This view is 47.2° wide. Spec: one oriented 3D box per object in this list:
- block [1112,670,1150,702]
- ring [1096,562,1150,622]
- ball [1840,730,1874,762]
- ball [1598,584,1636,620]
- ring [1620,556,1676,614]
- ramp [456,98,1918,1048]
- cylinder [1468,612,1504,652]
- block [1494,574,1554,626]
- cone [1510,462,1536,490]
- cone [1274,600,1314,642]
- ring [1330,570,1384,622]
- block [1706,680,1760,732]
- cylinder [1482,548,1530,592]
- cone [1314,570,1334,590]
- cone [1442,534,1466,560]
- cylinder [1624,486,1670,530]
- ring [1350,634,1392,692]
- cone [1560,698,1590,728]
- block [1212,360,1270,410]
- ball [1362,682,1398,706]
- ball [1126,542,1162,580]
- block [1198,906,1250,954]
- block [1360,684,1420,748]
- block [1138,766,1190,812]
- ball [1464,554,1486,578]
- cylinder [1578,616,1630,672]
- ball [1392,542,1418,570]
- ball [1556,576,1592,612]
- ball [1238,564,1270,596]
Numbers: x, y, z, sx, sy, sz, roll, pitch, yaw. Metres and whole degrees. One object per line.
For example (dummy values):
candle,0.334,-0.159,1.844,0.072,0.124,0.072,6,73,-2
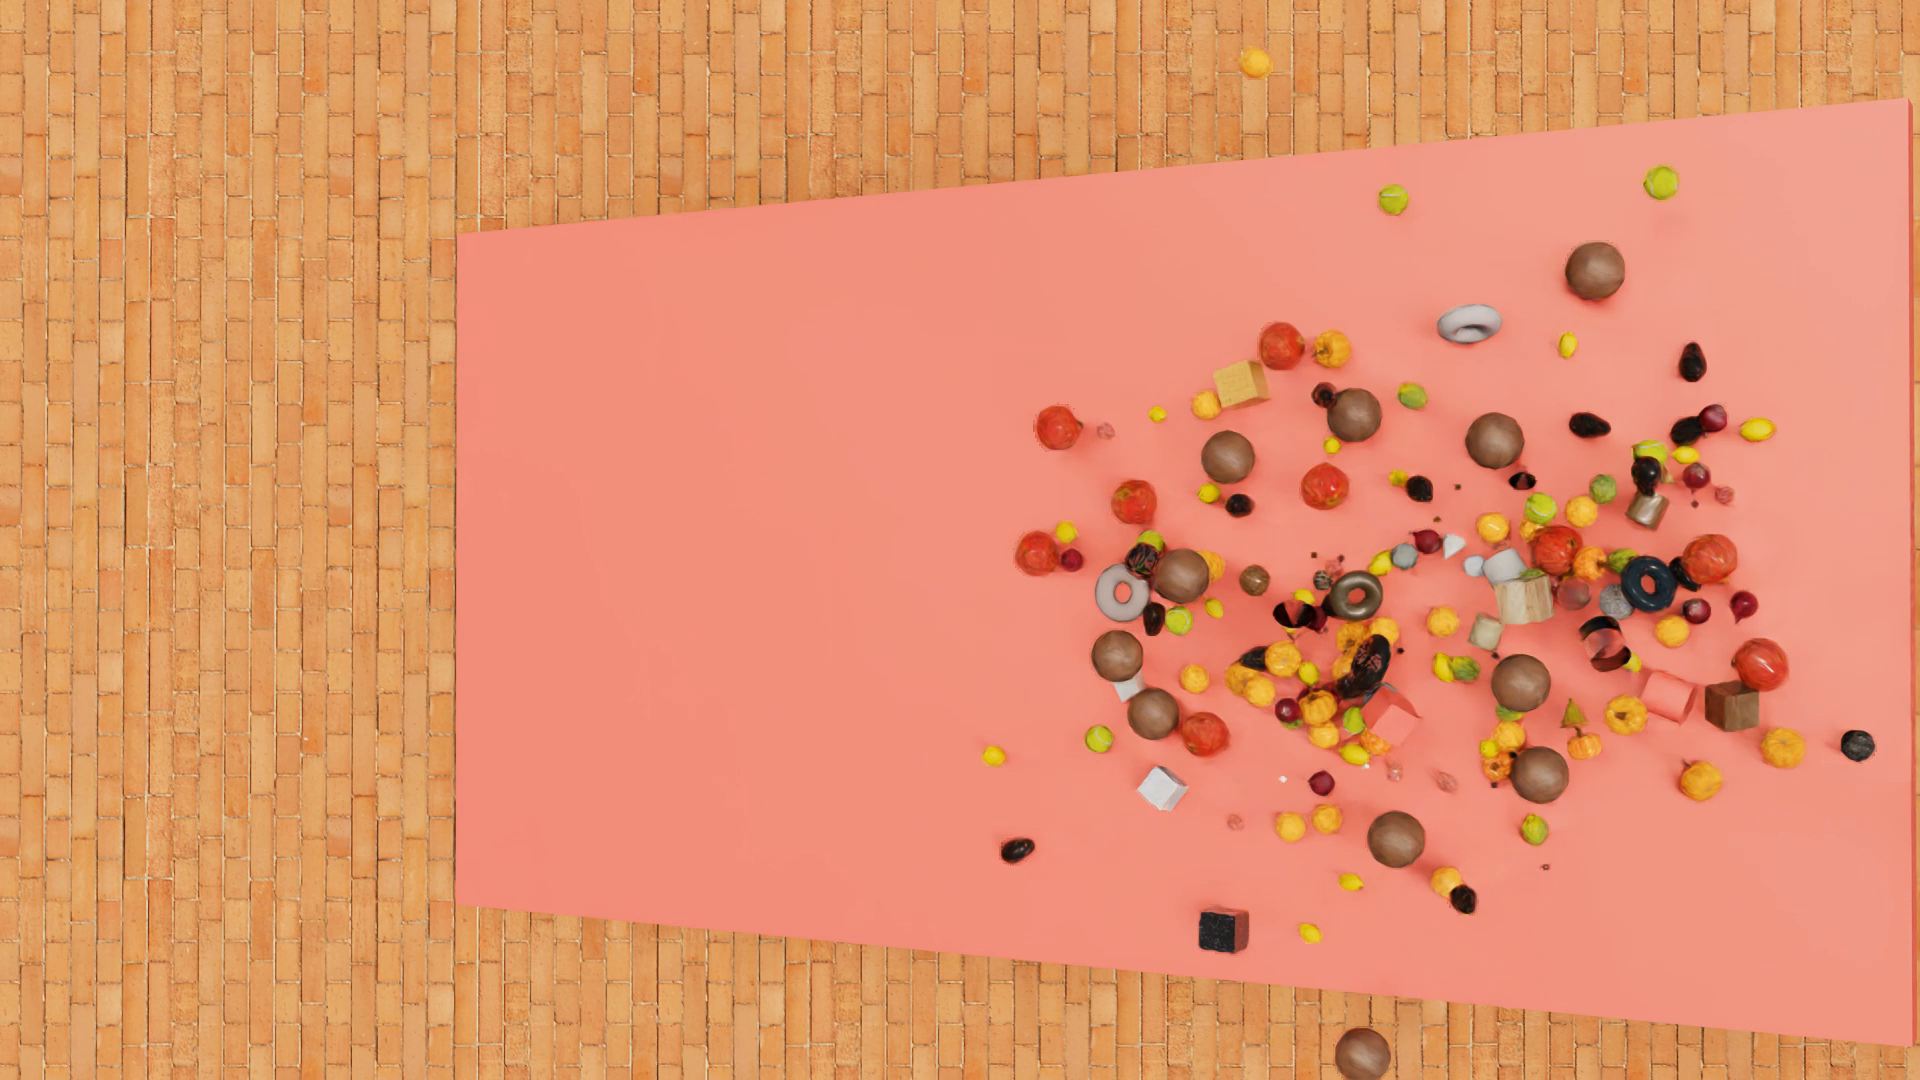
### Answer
block,0.425,0.365,5.464,0.057,0.057,0.057,-33,73,25
ring,0.406,0.131,5.482,0.150,0.050,0.150,-1,88,30
ball,1.897,0.434,4.647,0.068,0.068,0.068,0,89,0
ball,1.460,0.138,4.883,0.081,0.081,0.081,0,89,0
ring,1.499,0.096,4.789,0.131,0.044,0.131,4,74,-15
ramp,0.274,0.076,5.641,4.000,0.100,2.000,0,89,29
cylinder,1.204,0.210,5.027,0.069,0.069,0.069,17,103,0
block,1.244,0.132,4.842,0.091,0.091,0.091,-8,94,36
cone,1.280,-0.154,5.001,0.059,0.059,0.059,13,49,0
cone,0.788,0.209,5.189,0.096,0.096,0.096,-7,131,0
ring,0.927,0.131,5.142,0.129,0.043,0.129,-2,113,-4
block,1.664,0.357,4.736,0.080,0.080,0.080,-9,107,-10
cylinder,1.244,0.080,4.991,0.089,0.089,0.089,-24,67,0
cone,0.856,0.096,5.233,0.051,0.051,0.051,0,89,29
cone,1.125,0.025,5.055,0.057,0.057,0.057,32,67,0
cylinder,1.511,-0.070,4.835,0.073,0.073,0.073,26,96,0
ring,0.941,0.282,5.043,0.046,0.139,0.139,23,89,-10
cone,1.378,0.384,4.945,0.066,0.066,0.066,-3,70,0
block,0.681,-0.373,5.311,0.092,0.092,0.092,-18,81,27
ball,0.985,0.374,5.139,0.087,0.087,0.087,0,89,0
ball,0.438,0.052,5.240,0.090,0.090,0.090,0,89,0
block,0.639,0.943,5.322,0.090,0.090,0.090,3,91,29
block,0.988,0.405,5.053,0.085,0.085,0.085,31,110,-19
block,0.497,0.608,5.380,0.077,0.077,0.077,40,99,25
ball,1.184,0.060,5.053,0.053,0.053,0.053,0,89,0
cylinder,1.415,0.227,4.825,0.088,0.088,0.088,-9,45,0
ball,1.034,0.038,5.111,0.062,0.062,0.062,0,89,0
ball,1.367,0.120,4.897,0.078,0.078,0.078,0,89,0
ball,0.696,0.095,5.194,0.075,0.075,0.075,0,89,0
